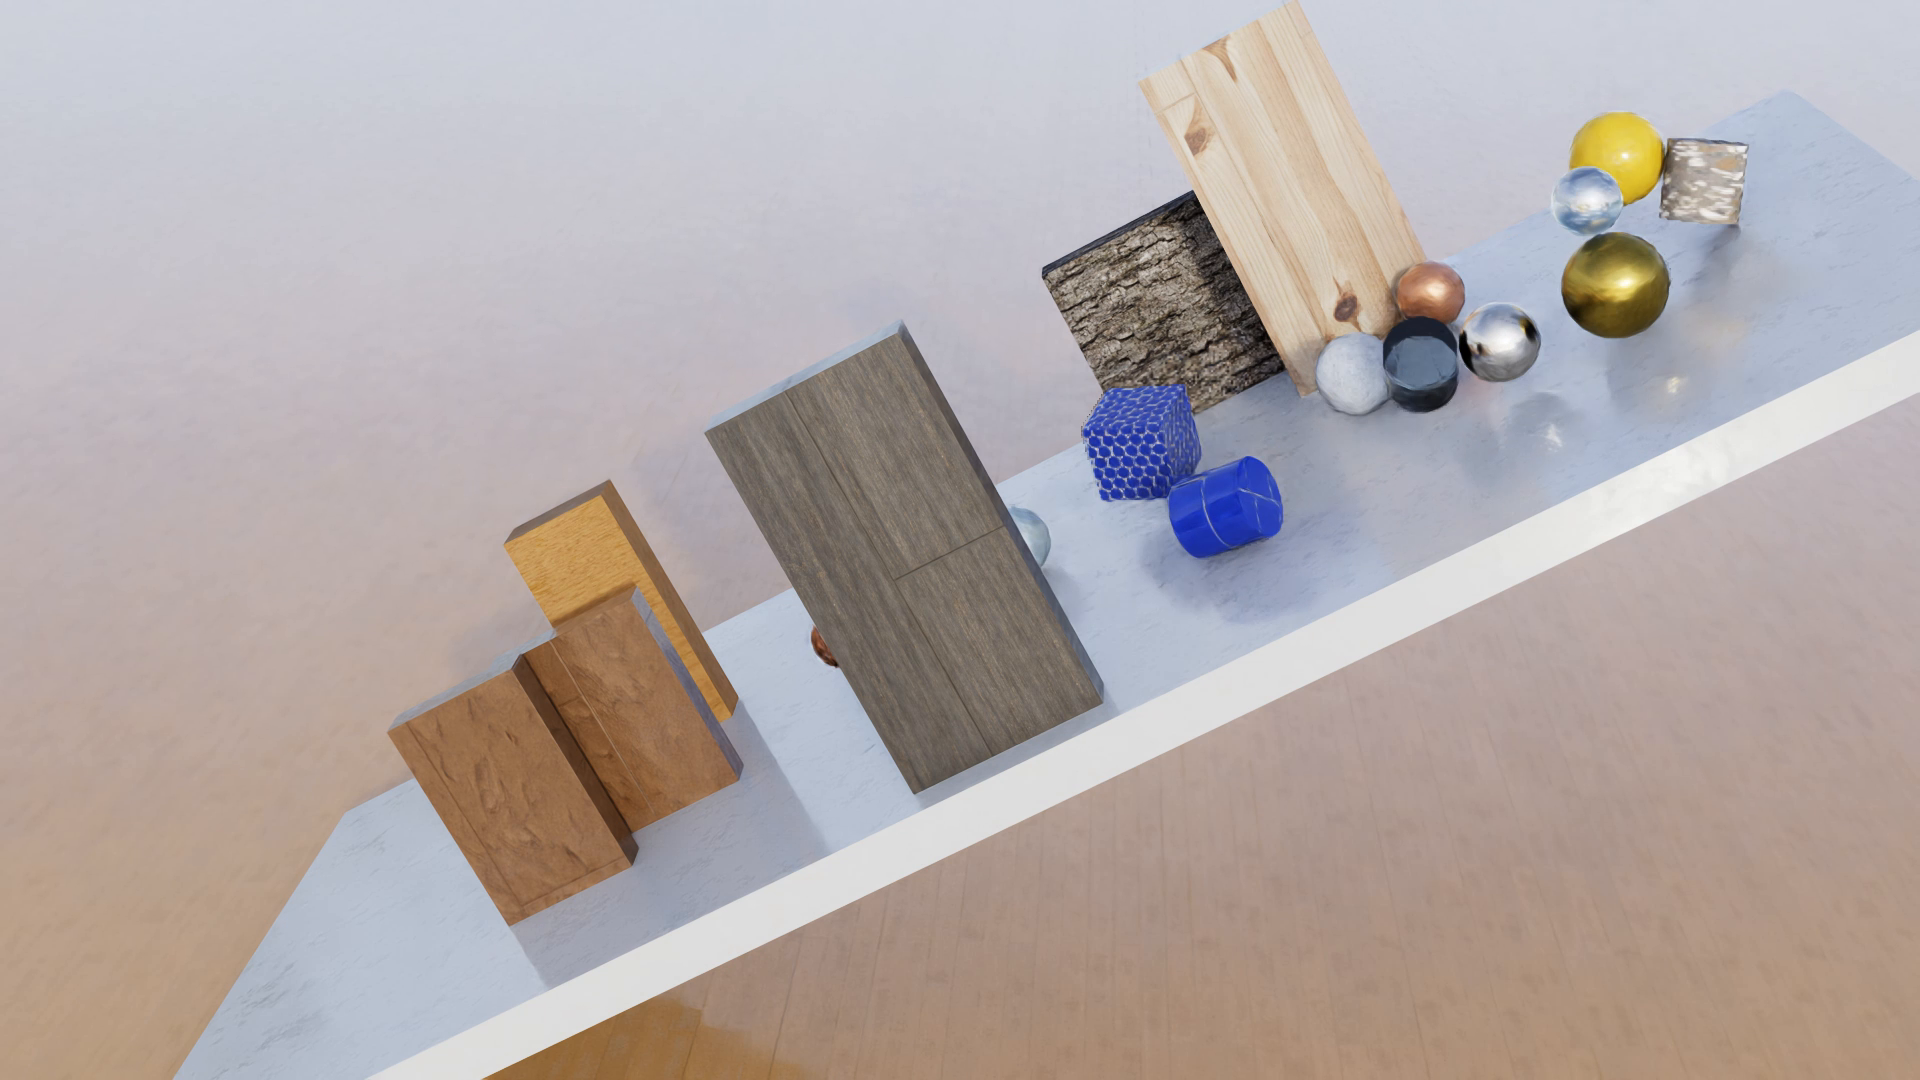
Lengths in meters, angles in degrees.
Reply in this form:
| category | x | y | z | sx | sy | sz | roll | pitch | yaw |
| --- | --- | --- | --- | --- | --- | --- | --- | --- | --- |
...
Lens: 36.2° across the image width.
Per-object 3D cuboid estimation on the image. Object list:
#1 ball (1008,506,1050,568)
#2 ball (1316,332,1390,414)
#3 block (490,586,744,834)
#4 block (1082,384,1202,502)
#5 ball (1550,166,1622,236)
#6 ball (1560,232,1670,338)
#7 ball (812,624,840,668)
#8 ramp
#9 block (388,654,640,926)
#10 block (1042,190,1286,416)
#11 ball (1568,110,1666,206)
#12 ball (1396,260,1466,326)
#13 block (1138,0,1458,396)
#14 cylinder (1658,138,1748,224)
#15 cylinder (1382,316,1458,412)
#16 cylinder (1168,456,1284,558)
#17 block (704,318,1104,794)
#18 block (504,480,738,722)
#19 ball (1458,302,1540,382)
| category | x | y | z | sx | sy | sz | roll | pitch | yaw |
| --- | --- | --- | --- | --- | --- | --- | --- | --- | --- |
| ball | 0.119 | 0.006 | 6.362 | 0.155 | 0.155 | 0.155 | 0 | 17 | 0 |
| ball | 0.832 | -0.349 | 6.169 | 0.173 | 0.173 | 0.173 | 0 | 17 | 0 |
| block | -0.713 | 0.372 | 6.111 | 0.344 | 0.447 | 0.088 | -27 | 14 | 11 |
| block | 0.395 | -0.208 | 6.327 | 0.178 | 0.178 | 0.178 | -2 | 31 | 26 |
| ball | 1.221 | -0.660 | 5.730 | 0.137 | 0.137 | 0.137 | 0 | 17 | 0 |
| ball | 1.278 | -0.496 | 5.733 | 0.208 | 0.208 | 0.208 | 0 | 17 | 0 |
| ball | -0.255 | 0.211 | 6.415 | 0.138 | 0.138 | 0.138 | 0 | 17 | 0 |
| ramp | 0.141 | 0.167 | 6.282 | 4.000 | 0.100 | 2.000 | -27 | 14 | 11 |
| block | -0.900 | 0.507 | 5.943 | 0.293 | 0.477 | 0.094 | -27 | 14 | 11 |
| block | 0.479 | -0.520 | 6.870 | 0.409 | 0.459 | 0.104 | -27 | 14 | 11 |
| ball | 1.367 | -0.794 | 6.122 | 0.199 | 0.199 | 0.199 | 0 | 17 | 0 |
| ball | 1.022 | -0.532 | 6.380 | 0.148 | 0.148 | 0.148 | 0 | 17 | 0 |
| block | 0.744 | -0.753 | 6.470 | 0.383 | 0.795 | 0.097 | -27 | 14 | 11 |
| cylinder | 1.529 | -0.739 | 6.049 | 0.162 | 0.162 | 0.162 | 4 | 12 | -1 |
| cylinder | 0.920 | -0.349 | 5.866 | 0.147 | 0.147 | 0.147 | 4 | -18 | 12 |
| cylinder | 0.523 | -0.063 | 5.793 | 0.163 | 0.163 | 0.163 | -20 | 4 | 35 |
| block | -0.095 | 0.037 | 5.368 | 0.396 | 0.785 | 0.107 | -27 | 14 | 11 |
| block | -0.753 | 0.184 | 6.570 | 0.251 | 0.582 | 0.122 | -27 | 14 | 11 |
| ball | 1.062 | -0.389 | 5.789 | 0.159 | 0.159 | 0.159 | 0 | 17 | 0 |
